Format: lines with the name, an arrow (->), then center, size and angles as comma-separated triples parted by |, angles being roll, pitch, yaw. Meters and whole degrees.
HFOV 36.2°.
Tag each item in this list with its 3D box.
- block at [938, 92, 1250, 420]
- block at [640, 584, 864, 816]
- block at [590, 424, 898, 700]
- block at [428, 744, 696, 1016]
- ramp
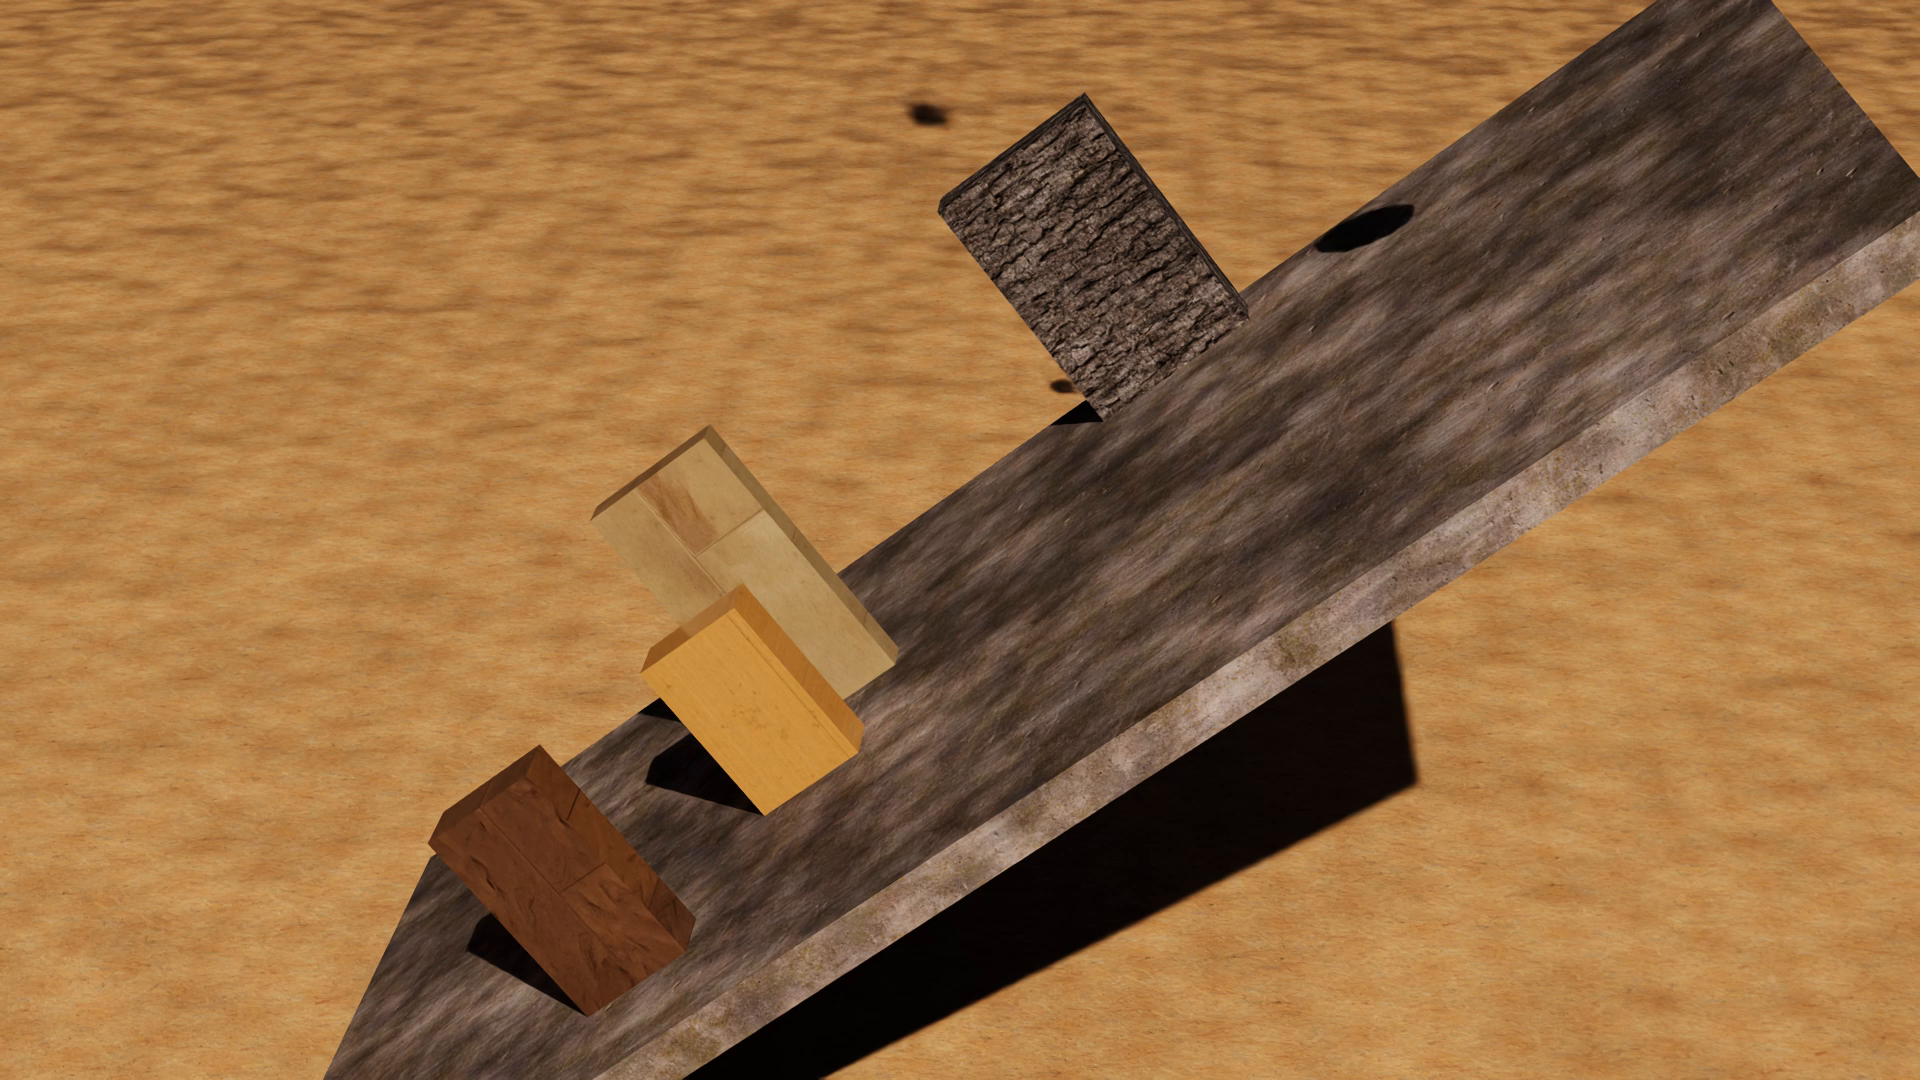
block -> 0.312, -0.653, 6.837 | 0.420, 0.639, 0.114 | -35, 16, 17
block -> -0.436, 0.338, 6.220 | 0.257, 0.413, 0.129 | -35, 16, 17
block -> -0.472, 0.100, 6.494 | 0.327, 0.664, 0.086 | -35, 16, 17
block -> -0.798, 0.689, 5.928 | 0.263, 0.492, 0.133 | -35, 16, 17
ramp -> 0.127, 0.181, 6.327 | 4.000, 0.100, 2.000 | -35, 16, 17
